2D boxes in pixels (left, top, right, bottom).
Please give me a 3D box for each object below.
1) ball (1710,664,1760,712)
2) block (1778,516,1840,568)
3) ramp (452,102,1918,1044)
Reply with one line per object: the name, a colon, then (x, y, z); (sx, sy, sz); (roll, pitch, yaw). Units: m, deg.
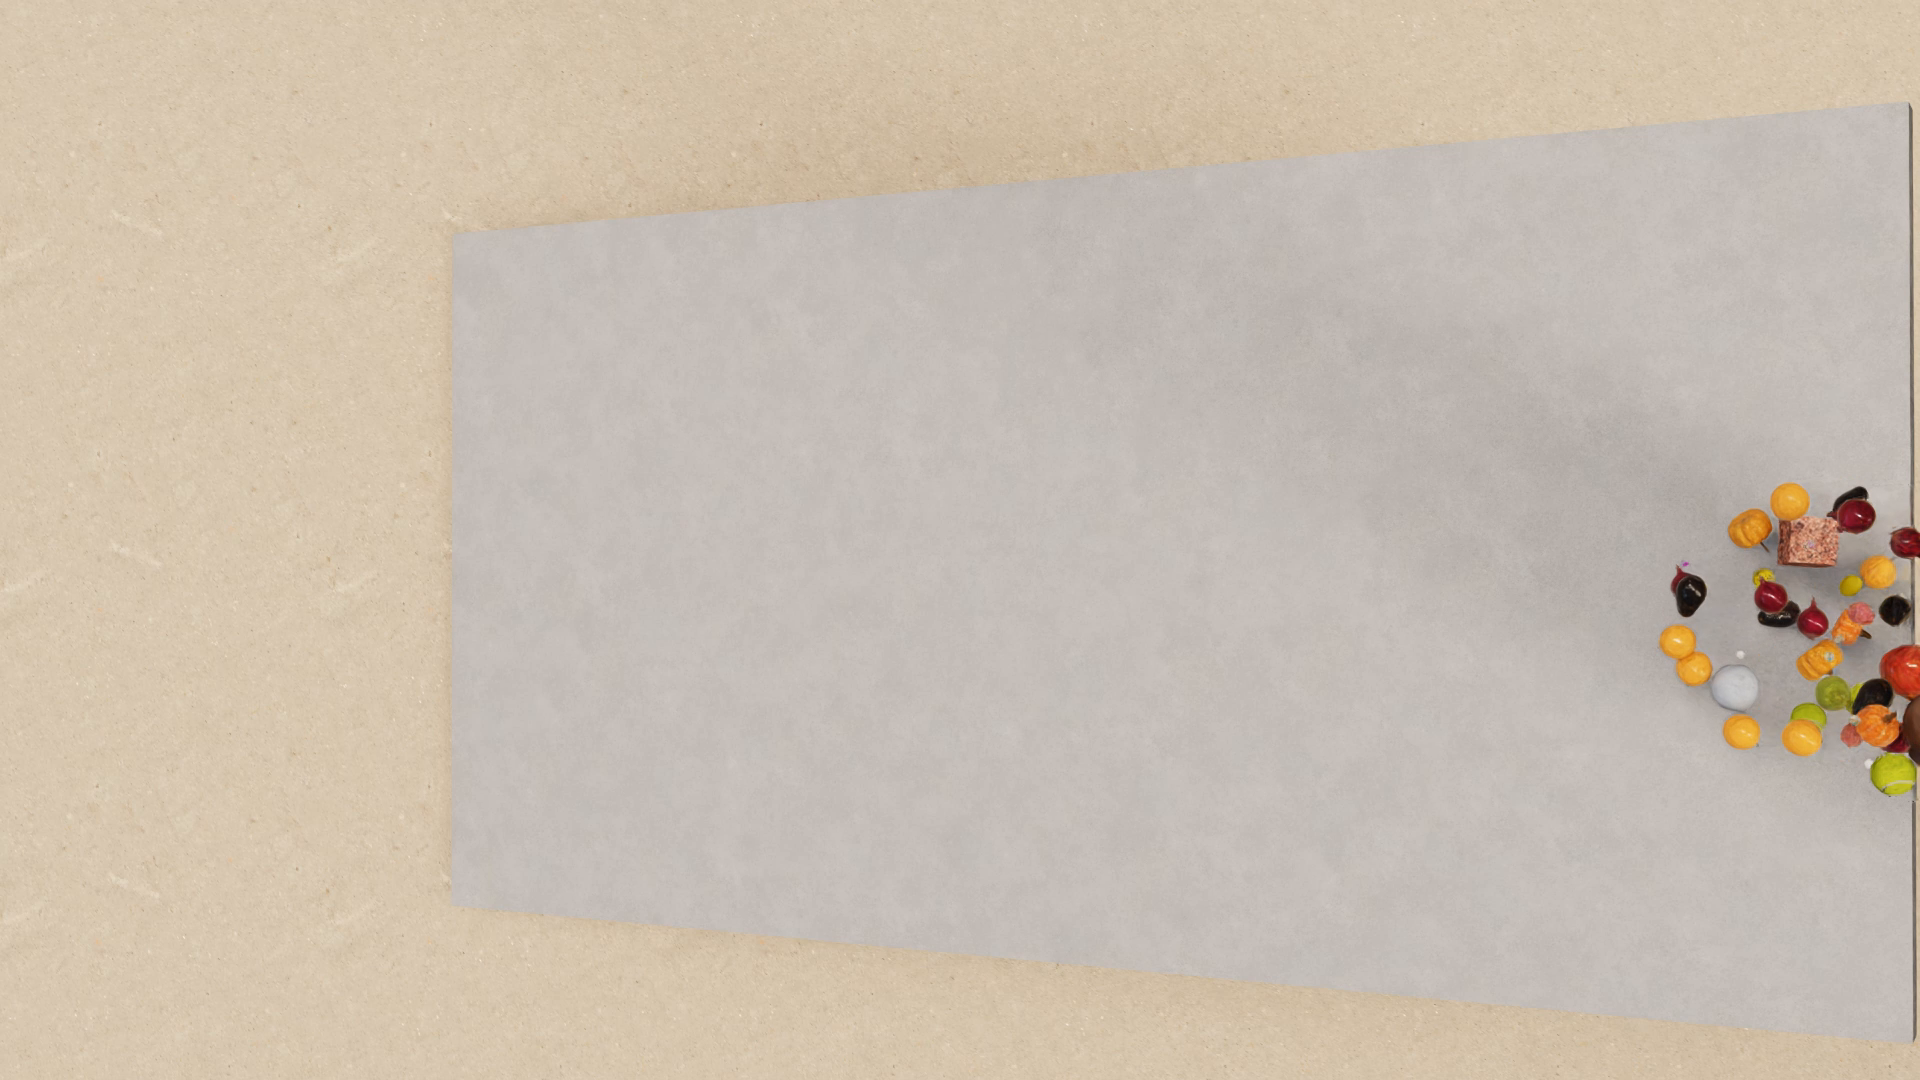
ball: (1.592, 0.303, 4.517); (0.096, 0.096, 0.096); (0, 89, 0)
block: (1.778, 0.005, 4.610); (0.096, 0.096, 0.096); (4, 86, 7)
ramp: (0.276, 0.077, 5.650); (4.000, 0.100, 2.000); (0, 89, 28)
